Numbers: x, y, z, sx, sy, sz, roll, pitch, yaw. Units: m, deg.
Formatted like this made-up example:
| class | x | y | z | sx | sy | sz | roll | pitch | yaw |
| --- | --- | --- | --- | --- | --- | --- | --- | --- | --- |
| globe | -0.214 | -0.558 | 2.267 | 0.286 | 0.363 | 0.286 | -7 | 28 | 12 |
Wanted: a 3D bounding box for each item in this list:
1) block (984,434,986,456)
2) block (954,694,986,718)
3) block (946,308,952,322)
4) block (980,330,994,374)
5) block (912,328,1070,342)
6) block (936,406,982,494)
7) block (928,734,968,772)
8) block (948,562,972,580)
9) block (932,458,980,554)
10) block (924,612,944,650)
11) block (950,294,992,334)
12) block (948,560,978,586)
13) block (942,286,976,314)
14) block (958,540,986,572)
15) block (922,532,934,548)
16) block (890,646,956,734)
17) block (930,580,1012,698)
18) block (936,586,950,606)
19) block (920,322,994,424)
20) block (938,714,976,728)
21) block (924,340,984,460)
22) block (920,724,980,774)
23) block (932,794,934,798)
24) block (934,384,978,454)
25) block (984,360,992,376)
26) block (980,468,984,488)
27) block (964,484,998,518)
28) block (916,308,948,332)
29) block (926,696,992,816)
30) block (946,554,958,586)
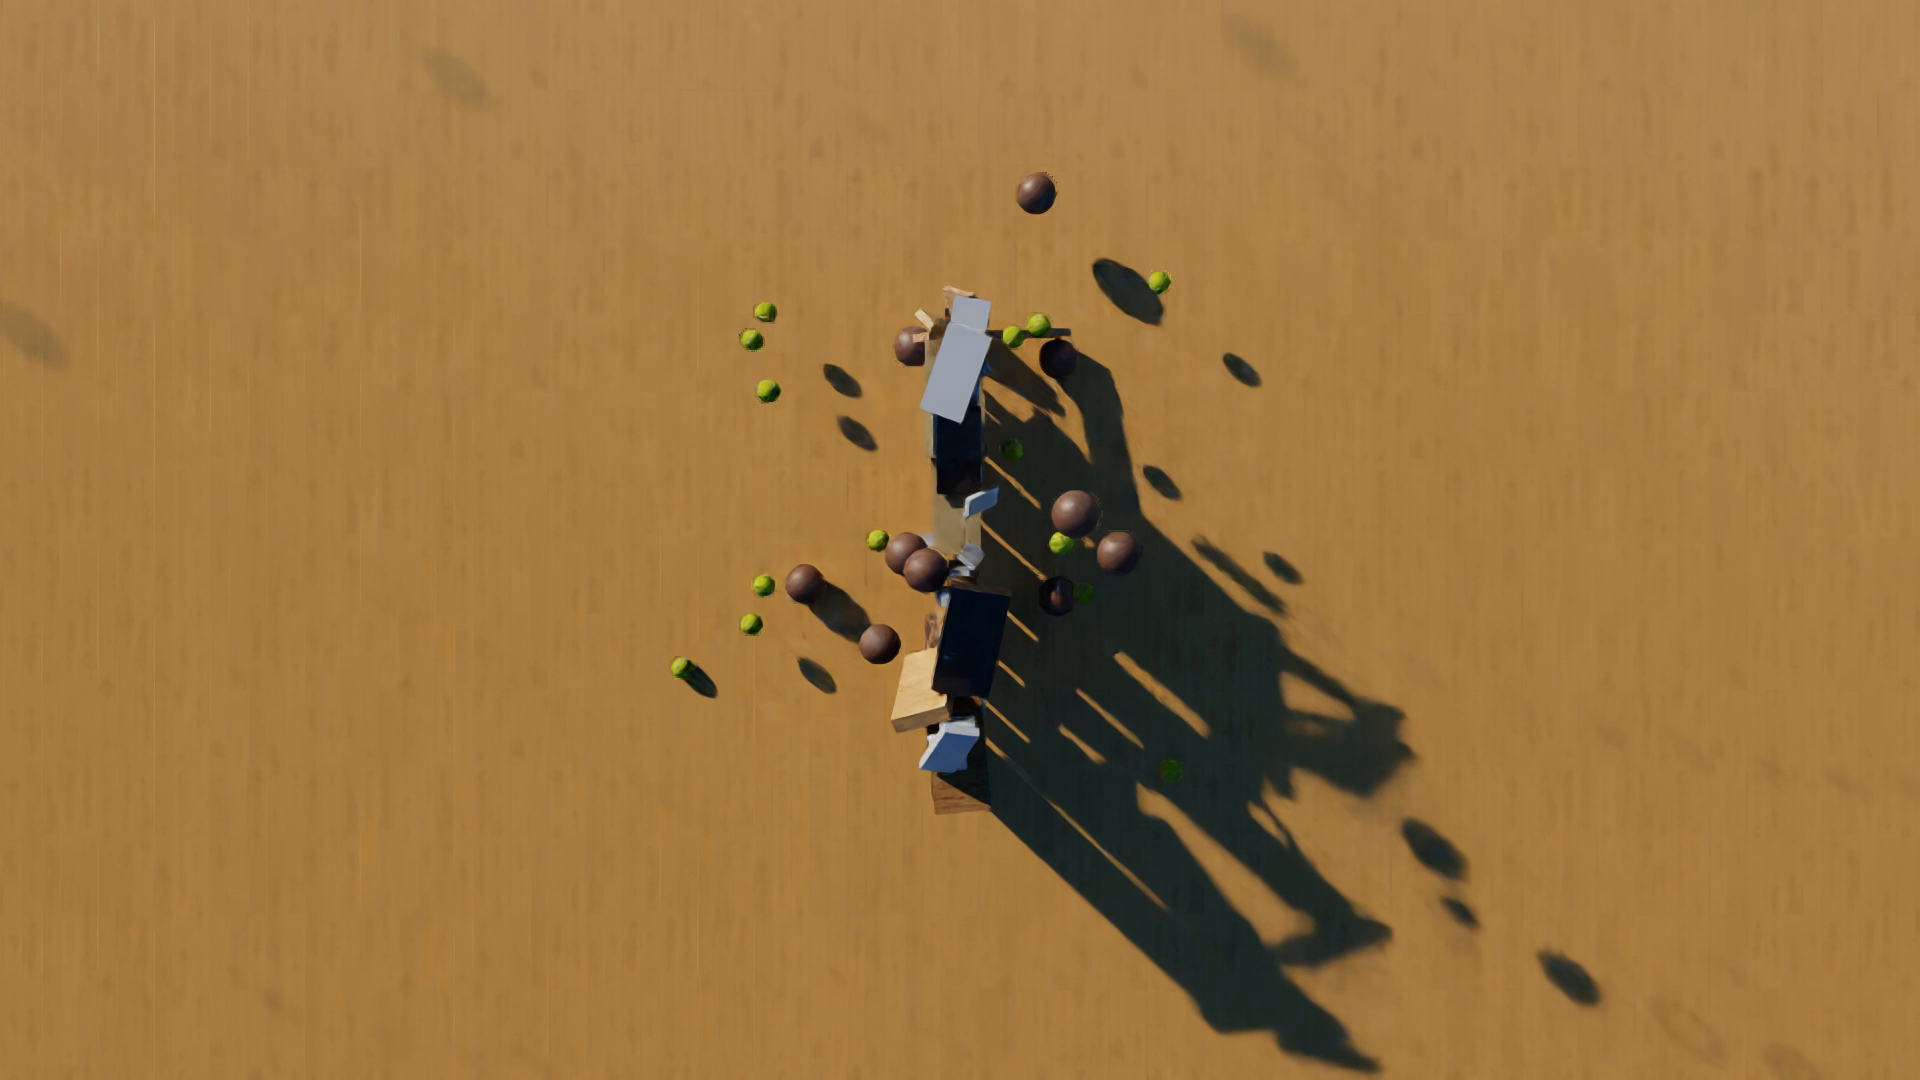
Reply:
| class | x | y | z | sx | sy | sz | roll | pitch | yaw |
| --- | --- | --- | --- | --- | --- | --- | --- | --- | --- |
| block | -0.008 | -0.285 | 5.091 | 0.175 | 0.349 | 0.049 | -5 | 90 | 1 |
| block | -0.009 | 0.497 | 5.127 | 0.170 | 0.339 | 0.048 | -1 | 94 | 0 |
| block | -0.002 | -0.734 | 5.410 | 0.090 | 0.179 | 0.025 | 3 | 90 | 0 |
| block | 0.029 | -0.553 | 4.762 | 0.105 | 0.210 | 0.030 | 24 | 64 | 3 |
| block | 0.109 | -0.653 | 5.259 | 0.589 | 0.081 | 0.023 | -7 | 94 | -38 |
| block | -0.003 | -0.260 | 4.795 | 0.128 | 0.036 | 0.285 | 0 | 127 | 0 |
| block | -0.036 | 0.621 | 4.810 | 0.104 | 0.209 | 0.030 | -5 | 60 | -1 |
| block | 0.002 | 0.089 | 4.921 | 0.061 | 0.300 | 0.017 | -9 | 94 | 2 |
| block | -0.011 | -0.101 | 4.915 | 0.141 | 0.040 | 0.283 | -1 | 90 | 0 |
| block | -0.066 | 0.309 | 5.124 | 0.082 | 0.023 | 0.164 | -3 | 86 | 15 |
| block | 0.020 | -0.577 | 4.650 | 0.105 | 0.030 | 0.210 | 11 | 103 | 6 |
| block | 0.009 | 0.155 | 5.086 | 0.091 | 0.026 | 0.183 | 1 | 90 | -1 |
| block | 0.006 | -0.704 | 4.915 | 0.023 | 0.161 | 0.081 | -27 | 118 | -20 |
| block | 0.034 | 0.046 | 4.836 | 0.061 | 0.122 | 0.017 | 41 | 114 | -1 |
| block | -0.042 | -0.009 | 5.077 | 0.141 | 0.283 | 0.040 | -13 | 89 | 0 |
| block | -0.097 | 0.437 | 4.932 | 0.170 | 0.376 | 0.048 | -16 | 113 | 13 |
| block | 0.030 | 0.289 | 4.751 | 0.170 | 0.048 | 0.339 | 8 | 115 | -7 |
| block | 0.019 | 0.164 | 4.902 | 0.170 | 0.339 | 0.048 | 1 | 90 | -3 |
| block | -0.011 | -0.471 | 4.641 | 0.128 | 0.036 | 0.257 | 21 | 104 | 3 |
| block | -0.008 | 0.538 | 4.803 | 0.104 | 0.209 | 0.030 | -6 | 89 | -1 |
| block | -0.016 | -0.417 | 4.891 | 0.175 | 0.049 | 0.349 | -1 | 90 | 1 |
| block | -0.031 | 0.596 | 4.710 | 0.104 | 0.209 | 0.030 | 10 | 50 | -19 |
| block | -0.003 | 0.723 | 5.228 | 0.170 | 0.541 | 0.048 | -3 | 95 | 0 |
| block | -0.013 | -0.359 | 4.771 | 0.128 | 0.036 | 0.257 | 1 | 129 | 0 |
| block | 0.004 | -0.502 | 5.151 | 0.175 | 0.469 | 0.049 | -30 | 93 | 1 |
| block | -0.002 | -0.191 | 5.077 | 0.141 | 0.283 | 0.040 | 1 | 88 | 0 |
| block | 0.063 | -0.114 | 4.869 | 0.017 | 0.122 | 0.061 | 32 | 132 | 34 |
| block | -0.056 | -0.674 | 5.232 | 0.025 | 0.179 | 0.090 | -52 | 53 | 16 |
| block | -0.007 | 0.642 | 4.932 | 0.170 | 0.048 | 0.339 | -6 | 90 | 0 |
| block | 0.005 | 0.105 | 5.295 | 0.095 | 0.027 | 0.190 | 0 | 90 | -1 |
